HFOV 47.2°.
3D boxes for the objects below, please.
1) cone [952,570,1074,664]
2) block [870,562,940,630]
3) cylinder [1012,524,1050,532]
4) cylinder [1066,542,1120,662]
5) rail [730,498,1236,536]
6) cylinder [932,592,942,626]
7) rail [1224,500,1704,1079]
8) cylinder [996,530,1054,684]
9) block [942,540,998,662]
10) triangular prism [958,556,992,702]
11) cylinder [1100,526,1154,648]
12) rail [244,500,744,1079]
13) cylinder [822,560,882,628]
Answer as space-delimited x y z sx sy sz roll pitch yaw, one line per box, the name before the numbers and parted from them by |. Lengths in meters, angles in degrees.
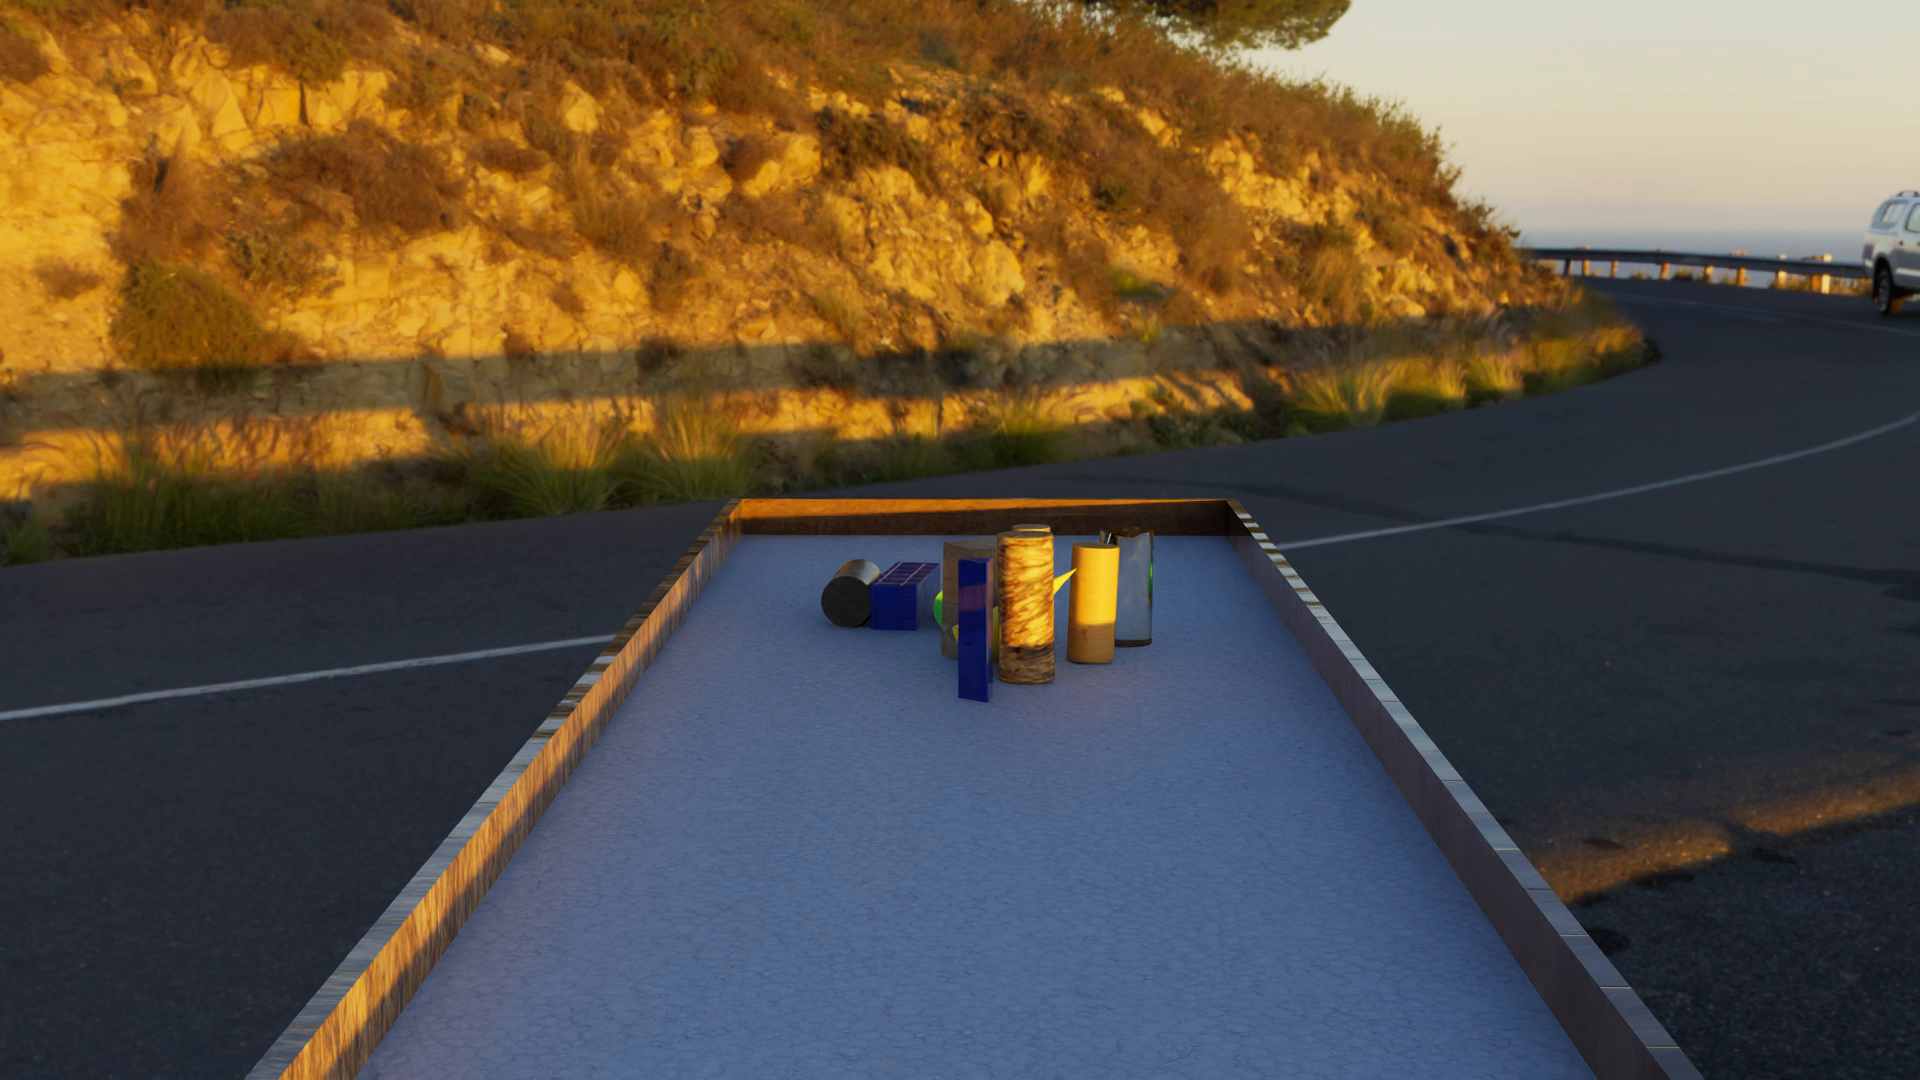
cone | 0.190 0.205 6.575 0.413 0.165 0.165 -36 21 -15
block | -0.179 0.185 7.360 0.150 0.150 0.440 1 9 9
cylinder | 0.224 0.139 6.962 0.121 0.366 0.121 0 9 0
cylinder | 0.404 0.189 6.684 0.144 0.348 0.144 2 8 0
rail | 0.099 -0.098 9.147 2.100 0.150 0.050 0 9 1
cylinder | 0.045 0.197 7.299 0.146 0.146 0.397 3 10 19
rail | 1.046 0.843 3.208 0.050 0.150 12.000 0 9 1
cylinder | 0.192 0.195 6.406 0.165 0.427 0.165 -1 8 0
block | 0.063 0.186 6.704 0.171 0.350 0.171 -4 10 -30
triangular prism | 0.063 0.248 6.178 0.103 0.396 0.089 7 11 38
cylinder | 0.523 0.146 6.942 0.170 0.359 0.170 0 9 0
rail | -1.004 0.839 3.234 0.050 0.150 12.000 0 9 1
cylinder | -0.357 0.175 7.360 0.170 0.170 0.343 1 9 4
